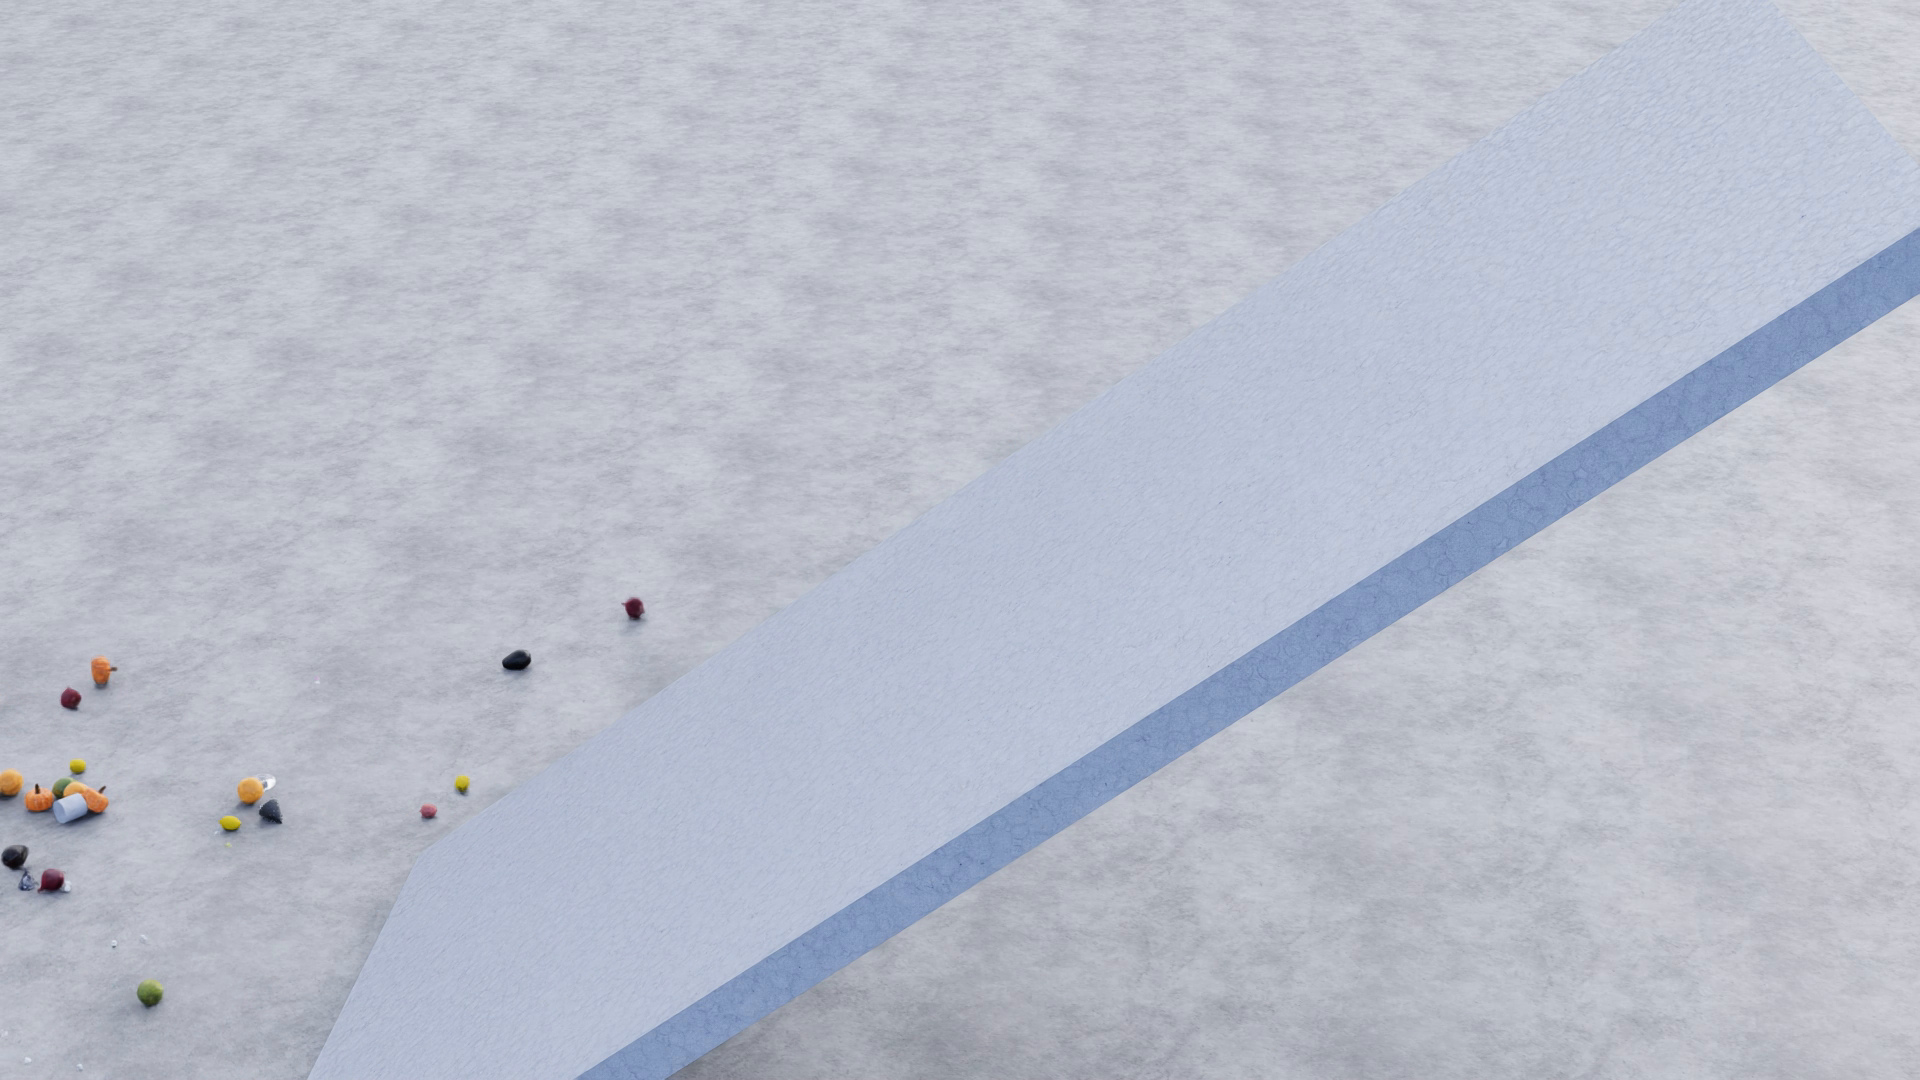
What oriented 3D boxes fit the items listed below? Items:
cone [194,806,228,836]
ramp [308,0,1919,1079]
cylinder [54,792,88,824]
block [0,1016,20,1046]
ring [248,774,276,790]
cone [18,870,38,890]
[{"bbox_3d":[-2.042,0.789,8.054,0.092,0.092,0.092,-5,25,2],"label":"cone"},{"bbox_3d":[0.131,0.178,6.318,4.000,0.100,2.000,-34,16,16],"label":"ramp"},{"bbox_3d":[-2.457,0.741,8.122,0.066,0.066,0.066,19,29,39],"label":"cylinder"},{"bbox_3d":[-2.303,1.189,7.081,0.059,0.059,0.059,1,24,2],"label":"block"},{"bbox_3d":[-1.973,0.684,8.314,0.077,0.026,0.077,0,23,0],"label":"ring"},{"bbox_3d":[-2.466,0.890,7.773,0.054,0.054,0.054,0,22,0],"label":"cone"}]
